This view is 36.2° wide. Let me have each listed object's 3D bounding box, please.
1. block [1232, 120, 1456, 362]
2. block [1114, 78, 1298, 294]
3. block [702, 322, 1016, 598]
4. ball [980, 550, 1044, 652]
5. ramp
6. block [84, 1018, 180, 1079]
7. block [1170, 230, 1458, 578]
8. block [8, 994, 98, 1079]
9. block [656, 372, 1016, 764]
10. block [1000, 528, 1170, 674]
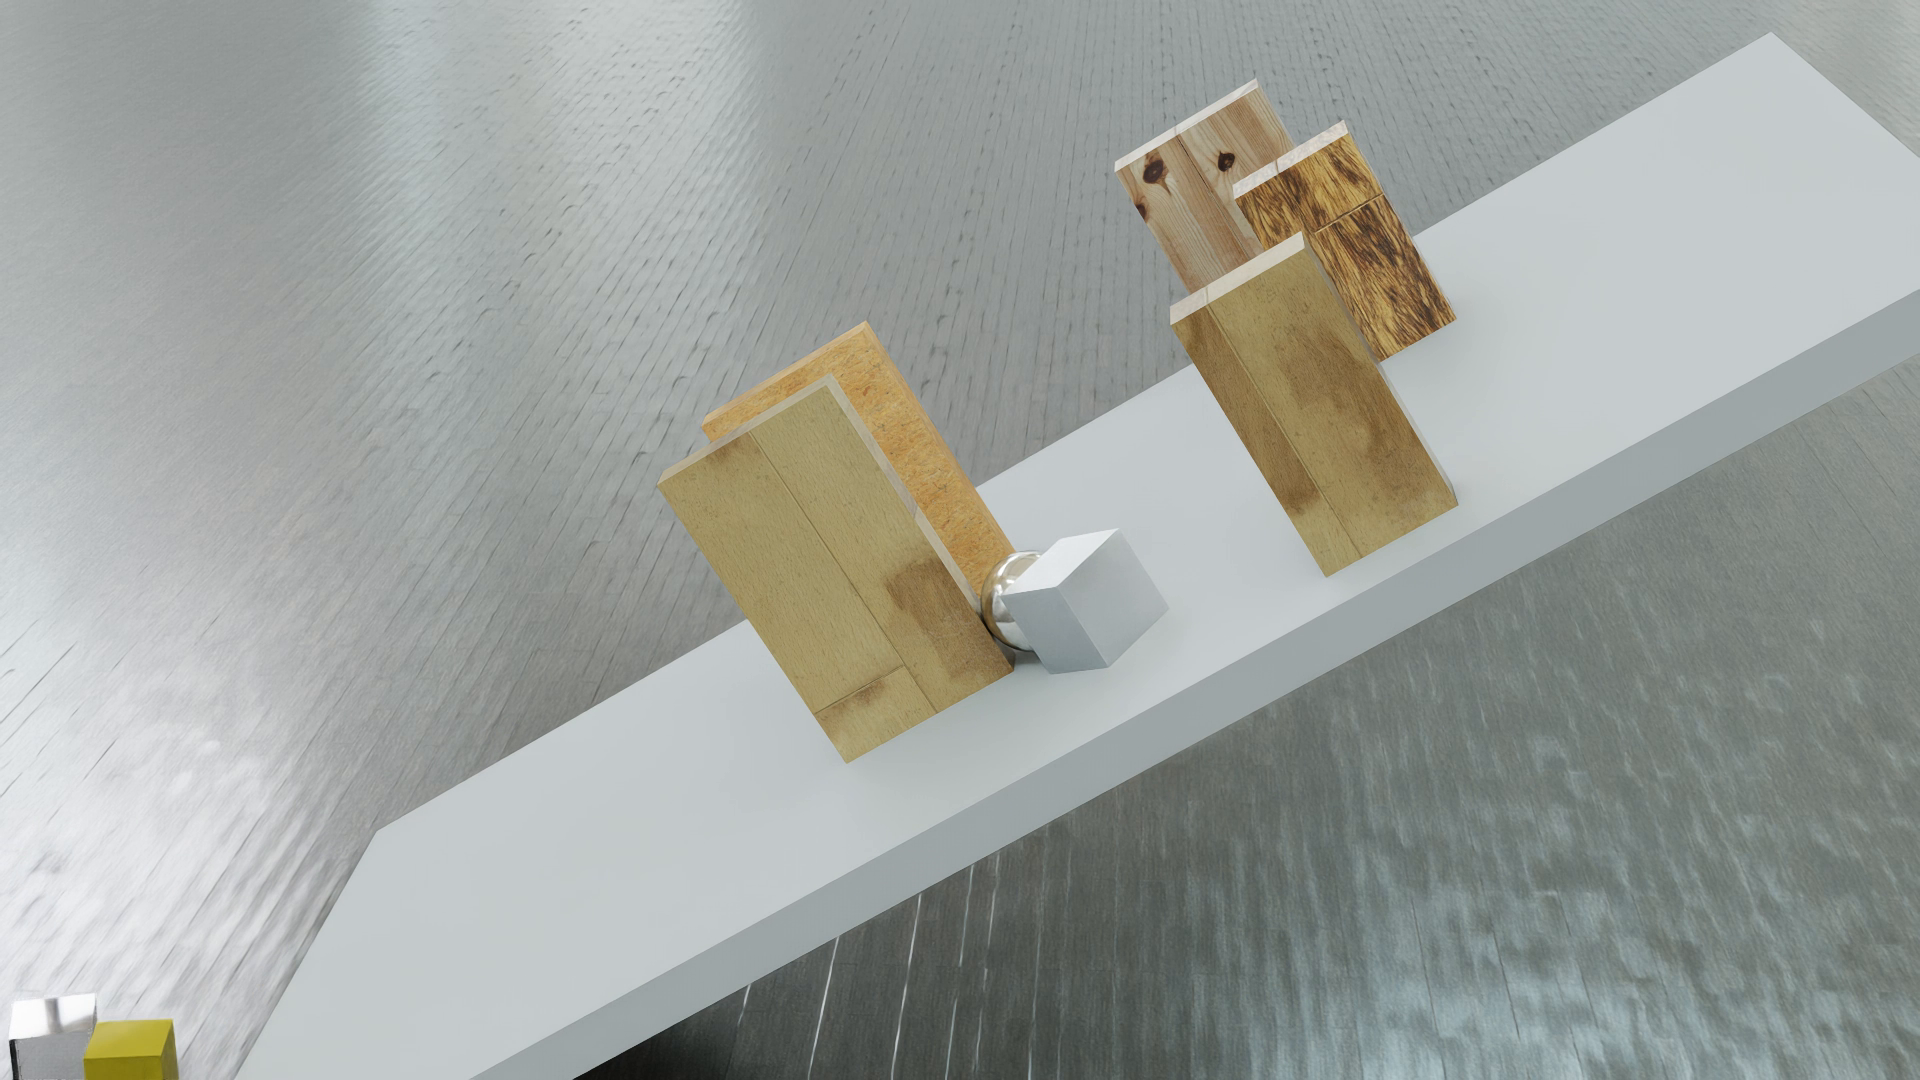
[{"bbox_3d":[0.818,-0.614,6.263,0.272,0.466,0.138,-30,15,13],"label":"block"},{"bbox_3d":[0.661,-0.730,6.806,0.377,0.544,0.111,-30,15,13],"label":"block"},{"bbox_3d":[-0.200,-0.085,6.315,0.409,0.660,0.080,-30,15,13],"label":"block"},{"bbox_3d":[0.142,0.121,5.845,0.204,0.204,0.204,0,20,0],"label":"ball"},{"bbox_3d":[0.141,0.169,6.290,4.000,0.100,2.000,-30,15,13],"label":"ramp"},{"bbox_3d":[-1.830,1.175,6.503,0.165,0.165,0.165,-2,20,-5],"label":"block"},{"bbox_3d":[0.636,-0.241,5.287,0.271,0.552,0.126,-30,15,13],"label":"block"},{"bbox_3d":[-2.020,1.143,6.577,0.176,0.176,0.176,-4,20,-12],"label":"block"},{"bbox_3d":[-0.242,0.062,5.866,0.399,0.693,0.089,-30,15,13],"label":"block"},{"bbox_3d":[0.239,0.120,5.671,0.191,0.191,0.191,-42,17,-31],"label":"block"}]
